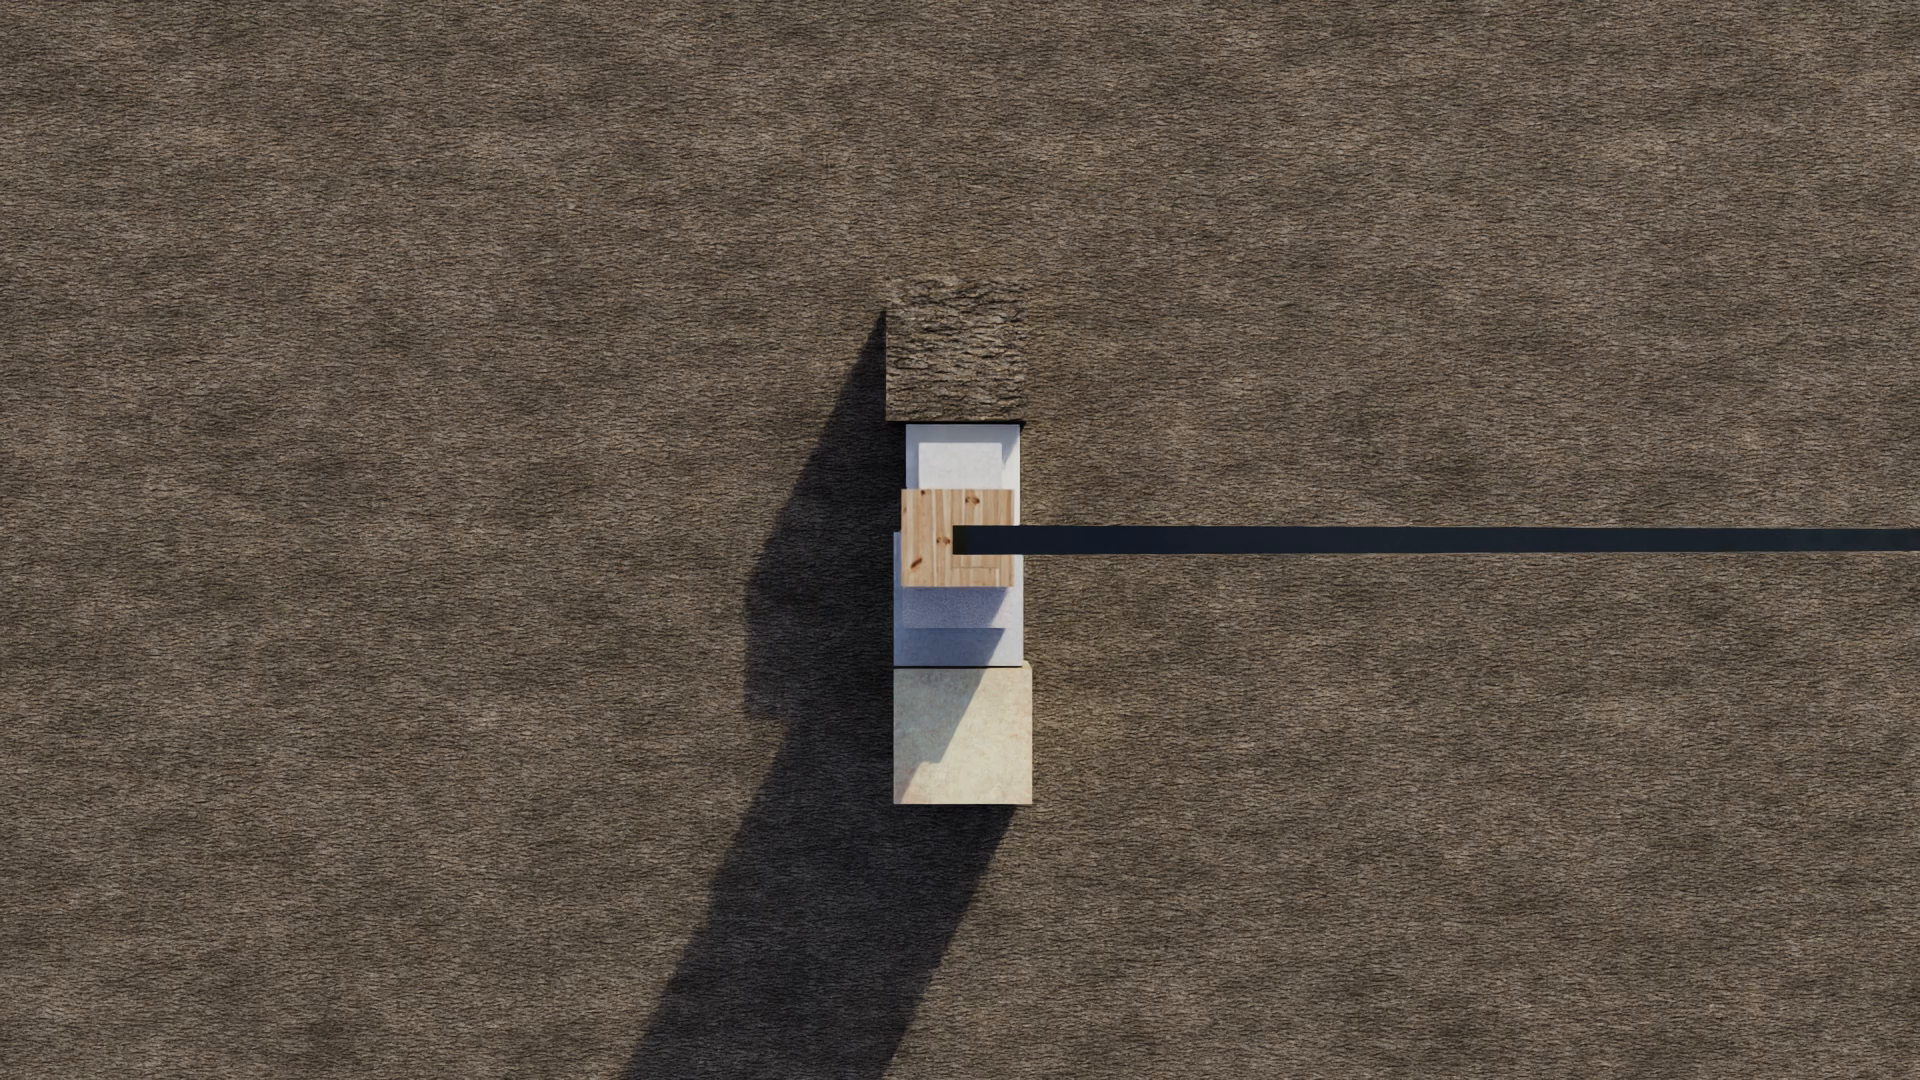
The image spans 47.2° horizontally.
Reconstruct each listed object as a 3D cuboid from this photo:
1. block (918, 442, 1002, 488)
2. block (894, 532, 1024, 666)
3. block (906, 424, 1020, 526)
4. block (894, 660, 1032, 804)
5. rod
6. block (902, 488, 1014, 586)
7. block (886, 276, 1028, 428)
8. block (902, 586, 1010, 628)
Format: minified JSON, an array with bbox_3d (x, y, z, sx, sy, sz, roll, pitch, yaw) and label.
[{"bbox_3d":[0.002,-0.275,12.061,0.445,0.510,0.444,0,84,0],"label":"block"},{"bbox_3d":[-0.009,0.330,12.647,0.724,0.707,0.748,0,90,0],"label":"block"},{"bbox_3d":[0.016,-0.352,12.684,0.639,0.632,0.598,0,90,0],"label":"block"},{"bbox_3d":[0.016,1.087,12.579,0.766,0.842,0.746,0,90,0],"label":"block"},{"bbox_3d":[2.212,0.000,7.316,5.200,0.080,0.080,0,90,-32],"label":"rod"},{"bbox_3d":[-0.012,-0.018,11.517,0.577,0.534,0.497,0,92,0],"label":"block"},{"bbox_3d":[-0.018,-1.060,12.586,0.785,0.829,0.799,0,90,0],"label":"block"},{"bbox_3d":[-0.019,0.227,12.044,0.576,0.499,0.490,0,90,0],"label":"block"}]
